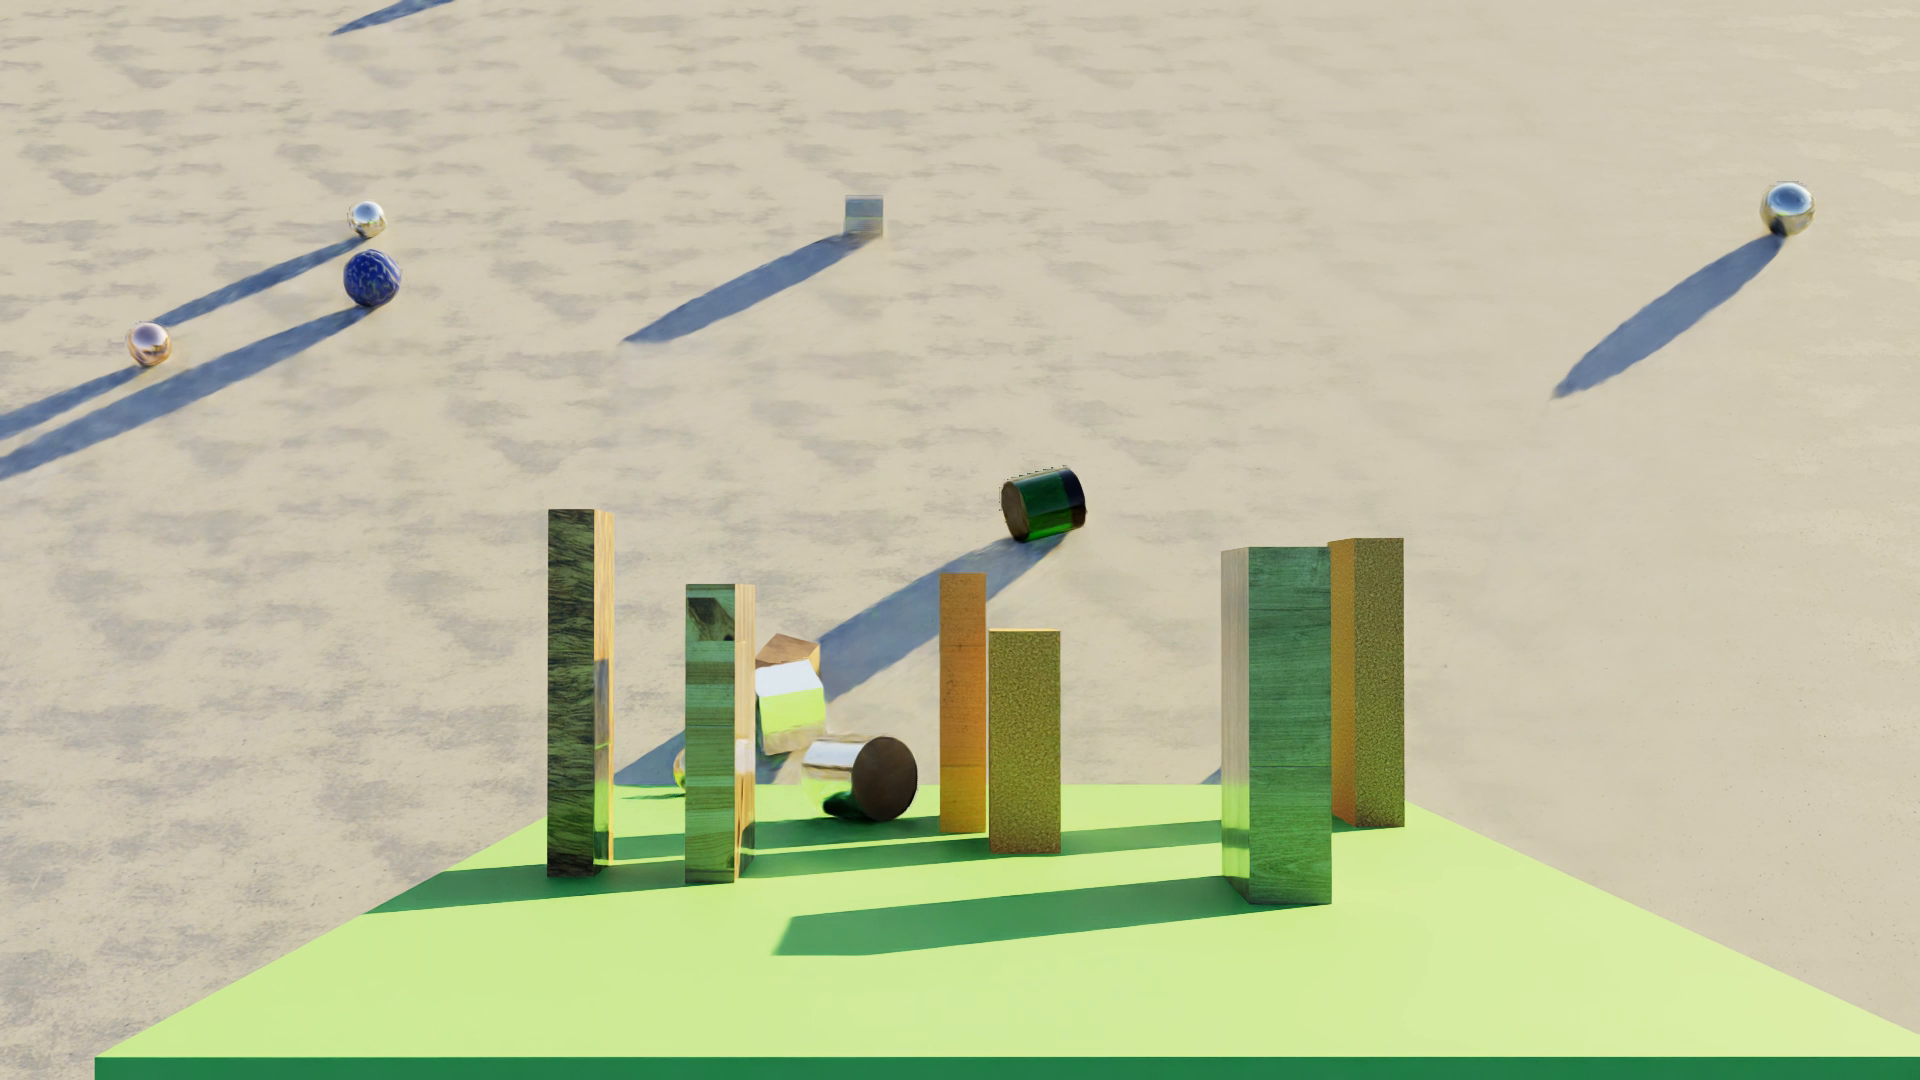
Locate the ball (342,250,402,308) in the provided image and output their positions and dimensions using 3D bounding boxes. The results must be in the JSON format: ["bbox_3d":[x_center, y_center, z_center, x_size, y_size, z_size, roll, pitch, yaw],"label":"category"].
[{"bbox_3d":[-2.060,-0.915,9.090,0.202,0.202,0.202,0,33,0],"label":"ball"}]

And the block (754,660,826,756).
[{"bbox_3d":[-0.469,0.453,7.020,0.174,0.174,0.174,-9,24,-14],"label":"block"}]

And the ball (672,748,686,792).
[{"bbox_3d":[-0.650,0.570,6.446,0.126,0.126,0.126,0,33,0],"label":"ball"}]

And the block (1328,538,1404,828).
[{"bbox_3d":[0.896,0.308,5.742,0.106,0.617,0.408,0,-1,0],"label":"block"}]

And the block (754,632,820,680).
[{"bbox_3d":[-0.480,0.365,7.215,0.134,0.134,0.134,14,36,20],"label":"block"}]

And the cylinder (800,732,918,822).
[{"bbox_3d":[-0.222,0.522,5.728,0.186,0.186,0.186,-29,17,-36],"label":"cylinder"}]

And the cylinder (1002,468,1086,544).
[{"bbox_3d":[0.254,-0.106,7.875,0.192,0.192,0.192,-15,36,-21],"label":"cylinder"}]

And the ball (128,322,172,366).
[{"bbox_3d":[-2.734,-0.661,8.757,0.145,0.145,0.145,0,33,0],"label":"ball"}]

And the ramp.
[{"bbox_3d":[0.074,0.646,4.772,2.000,0.100,4.000,0,-1,0],"label":"ramp"}]

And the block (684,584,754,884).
[{"bbox_3d":[-0.430,0.337,4.677,0.085,0.514,0.435,0,-1,0],"label":"block"}]

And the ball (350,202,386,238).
[{"bbox_3d":[-2.179,-1.181,9.556,0.132,0.132,0.132,0,33,0],"label":"ball"}]

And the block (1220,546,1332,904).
[{"bbox_3d":[0.528,0.301,4.369,0.132,0.572,0.438,0,-1,0],"label":"block"}]

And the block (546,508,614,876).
[{"bbox_3d":[-0.684,0.271,4.690,0.082,0.646,0.260,0,-1,0],"label":"block"}]

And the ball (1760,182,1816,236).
[{"bbox_3d":[3.046,-1.216,9.550,0.197,0.197,0.197,0,33,0],"label":"ball"}]

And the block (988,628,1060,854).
[{"bbox_3d":[0.126,0.391,5.141,0.134,0.426,0.344,0,-1,0],"label":"block"}]

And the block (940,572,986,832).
[{"bbox_3d":[0.006,0.344,5.624,0.097,0.541,0.435,0,-1,0],"label":"block"}]
